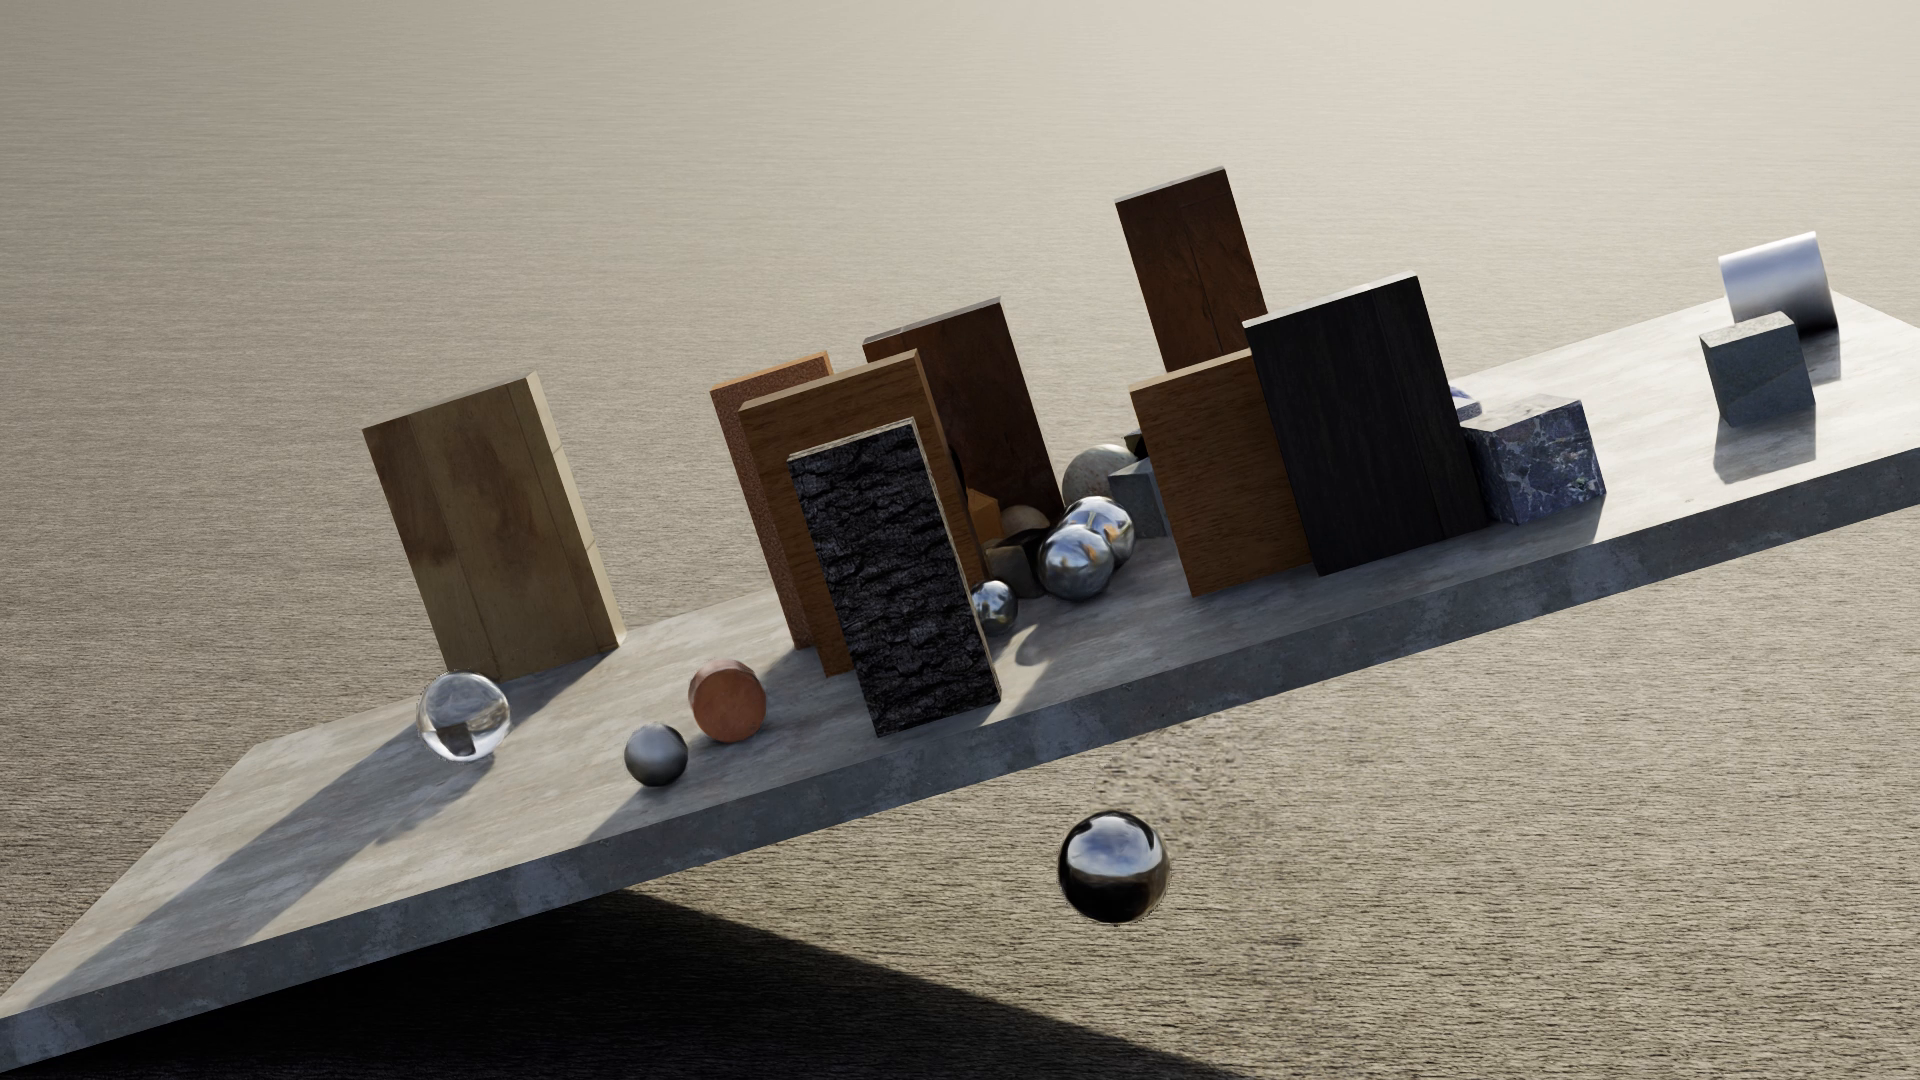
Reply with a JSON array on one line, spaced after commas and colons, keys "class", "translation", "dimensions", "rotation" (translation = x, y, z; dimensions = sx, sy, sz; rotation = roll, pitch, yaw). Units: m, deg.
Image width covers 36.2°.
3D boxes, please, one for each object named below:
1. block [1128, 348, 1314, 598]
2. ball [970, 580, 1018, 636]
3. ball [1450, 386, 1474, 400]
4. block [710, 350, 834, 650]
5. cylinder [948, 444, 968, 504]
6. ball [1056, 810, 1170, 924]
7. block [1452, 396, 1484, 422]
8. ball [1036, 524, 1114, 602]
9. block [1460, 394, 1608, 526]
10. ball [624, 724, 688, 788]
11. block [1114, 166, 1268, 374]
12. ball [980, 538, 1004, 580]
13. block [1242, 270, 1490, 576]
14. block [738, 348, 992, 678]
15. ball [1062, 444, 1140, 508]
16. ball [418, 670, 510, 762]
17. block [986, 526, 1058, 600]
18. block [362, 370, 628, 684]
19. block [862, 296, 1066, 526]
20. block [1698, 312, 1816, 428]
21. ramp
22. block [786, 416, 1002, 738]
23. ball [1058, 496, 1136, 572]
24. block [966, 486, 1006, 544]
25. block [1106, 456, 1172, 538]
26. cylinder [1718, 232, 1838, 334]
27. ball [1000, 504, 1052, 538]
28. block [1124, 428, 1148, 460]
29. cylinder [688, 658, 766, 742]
[{"class": "block", "translation": [0.589, -0.155, 5.778], "dimensions": [0.408, 0.428, 0.095], "rotation": [-17, 10, 5]}, {"class": "ball", "translation": [0.062, 0.139, 6.007], "dimensions": [0.115, 0.115, 0.115], "rotation": [0, 11, 0]}, {"class": "ball", "translation": [0.982, -0.218, 6.063], "dimensions": [0.208, 0.208, 0.208], "rotation": [0, 11, 0]}, {"class": "block", "translation": [-0.327, -0.086, 6.470], "dimensions": [0.260, 0.606, 0.095], "rotation": [-17, 10, 5]}, {"class": "cylinder", "translation": [-0.107, -0.090, 6.299], "dimensions": [0.202, 0.202, 0.202], "rotation": [-8, 9, 13]}, {"class": "ball", "translation": [0.268, 0.571, 5.135], "dimensions": [0.197, 0.197, 0.197], "rotation": [0, 11, 0]}, {"class": "block", "translation": [0.921, -0.151, 5.815], "dimensions": [0.207, 0.207, 0.207], "rotation": [-20, 10, -10]}, {"class": "ball", "translation": [0.236, 0.047, 6.063], "dimensions": [0.161, 0.161, 0.161], "rotation": [0, 11, 0]}, {"class": "block", "translation": [1.086, -0.155, 5.614], "dimensions": [0.188, 0.188, 0.188], "rotation": [-20, 10, -11]}, {"class": "ball", "translation": [-0.583, 0.413, 5.639], "dimensions": [0.122, 0.122, 0.122], "rotation": [0, 11, 0]}, {"class": "block", "translation": [0.587, -0.501, 6.865], "dimensions": [0.264, 0.690, 0.114], "rotation": [-17, 10, 5]}, {"class": "ball", "translation": [0.084, 0.054, 6.405], "dimensions": [0.118, 0.118, 0.118], "rotation": [0, 11, 0]}, {"class": "block", "translation": [0.773, -0.221, 5.609], "dimensions": [0.336, 0.502, 0.092], "rotation": [-17, 10, 5]}, {"class": "block", "translation": [-0.184, -0.056, 6.120], "dimensions": [0.379, 0.587, 0.134], "rotation": [-17, 10, 5]}, {"class": "ball", "translation": [0.330, -0.116, 6.651], "dimensions": [0.201, 0.201, 0.201], "rotation": [0, 11, 0]}, {"class": "ball", "translation": [-1.081, 0.385, 6.410], "dimensions": [0.200, 0.200, 0.200], "rotation": [0, 11, 0]}, {"class": "block", "translation": [0.152, 0.051, 6.307], "dimensions": [0.119, 0.119, 0.119], "rotation": [-27, 13, -40]}, {"class": "block", "translation": [-1.138, -0.016, 7.219], "dimensions": [0.424, 0.697, 0.136], "rotation": [-17, 10, 5]}, {"class": "block", "translation": [0.024, -0.223, 6.667], "dimensions": [0.324, 0.580, 0.123], "rotation": [-17, 10, 5]}, {"class": "block", "translation": [1.573, -0.338, 5.807], "dimensions": [0.166, 0.166, 0.166], "rotation": [-16, 10, 10]}, {"class": "ramp", "translation": [0.099, 0.184, 6.312], "dimensions": [4.000, 0.100, 2.000], "rotation": [-17, 10, 5]}, {"class": "block", "translation": [-0.120, 0.070, 5.463], "dimensions": [0.241, 0.547, 0.084], "rotation": [-17, 10, 5]}, {"class": "ball", "translation": [0.289, -0.009, 6.243], "dimensions": [0.169, 0.169, 0.169], "rotation": [0, 11, 0]}, {"class": "block", "translation": [-0.024, 0.006, 6.502], "dimensions": [0.182, 0.182, 0.182], "rotation": [-28, 30, -27]}, {"class": "block", "translation": [0.447, -0.100, 6.516], "dimensions": [0.149, 0.149, 0.149], "rotation": [-24, 12, -32]}, {"class": "cylinder", "translation": [1.787, -0.546, 6.425], "dimensions": [0.207, 0.207, 0.207], "rotation": [-15, 7, 18]}, {"class": "ball", "translation": [0.136, -0.007, 6.571], "dimensions": [0.143, 0.143, 0.143], "rotation": [0, 11, 0]}, {"class": "block", "translation": [0.530, -0.189, 6.720], "dimensions": [0.191, 0.191, 0.191], "rotation": [-8, 14, 42]}, {"class": "cylinder", "translation": [-0.463, 0.318, 5.848], "dimensions": [0.146, 0.146, 0.146], "rotation": [-2, 6, -8]}]
